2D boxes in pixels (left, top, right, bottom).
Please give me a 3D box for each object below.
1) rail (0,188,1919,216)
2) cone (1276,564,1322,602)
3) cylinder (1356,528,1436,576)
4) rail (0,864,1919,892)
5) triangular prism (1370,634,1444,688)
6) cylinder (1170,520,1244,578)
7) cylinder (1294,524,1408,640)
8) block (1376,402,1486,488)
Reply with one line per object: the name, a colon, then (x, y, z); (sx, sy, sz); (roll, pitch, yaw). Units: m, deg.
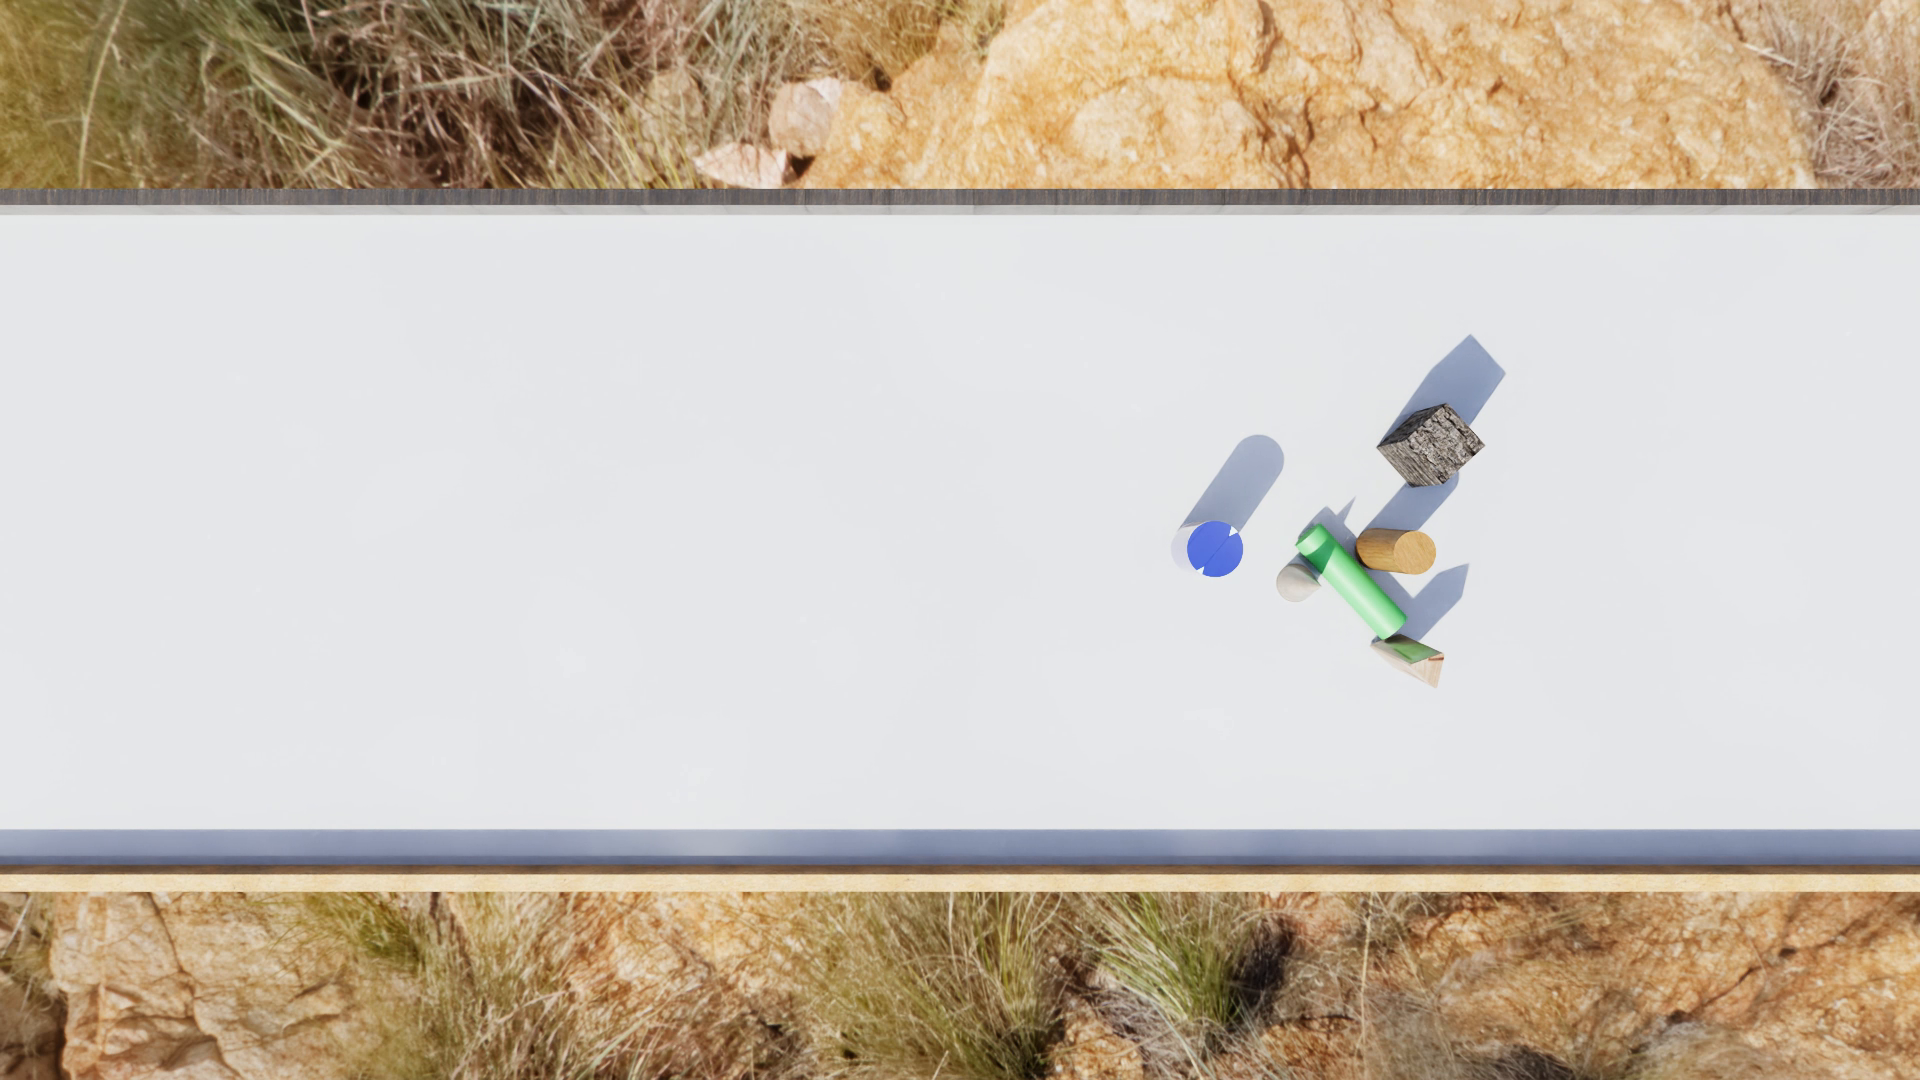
rail: (-2.247, -1.025, 5.002); (12.000, 0.150, 0.050); (0, 90, 0)
cone: (1.032, 0.132, 4.889); (0.119, 0.375, 0.119); (0, 90, 0)
cylinder: (1.294, 0.032, 4.912); (0.128, 0.317, 0.128); (0, 92, -7)
rail: (-2.247, 1.025, 5.001); (12.000, 0.150, 0.050); (0, 90, 0)
triangular prism: (1.343, 0.341, 4.901); (0.104, 0.338, 0.090); (41, 91, -9)
cylinder: (0.729, 0.026, 4.893); (0.162, 0.367, 0.162); (0, 90, 0)
cylinder: (1.191, 0.125, 5.025); (0.104, 0.104, 0.389); (-43, 90, 0)
block: (1.397, -0.278, 4.913); (0.166, 0.326, 0.166); (-42, 90, 0)
